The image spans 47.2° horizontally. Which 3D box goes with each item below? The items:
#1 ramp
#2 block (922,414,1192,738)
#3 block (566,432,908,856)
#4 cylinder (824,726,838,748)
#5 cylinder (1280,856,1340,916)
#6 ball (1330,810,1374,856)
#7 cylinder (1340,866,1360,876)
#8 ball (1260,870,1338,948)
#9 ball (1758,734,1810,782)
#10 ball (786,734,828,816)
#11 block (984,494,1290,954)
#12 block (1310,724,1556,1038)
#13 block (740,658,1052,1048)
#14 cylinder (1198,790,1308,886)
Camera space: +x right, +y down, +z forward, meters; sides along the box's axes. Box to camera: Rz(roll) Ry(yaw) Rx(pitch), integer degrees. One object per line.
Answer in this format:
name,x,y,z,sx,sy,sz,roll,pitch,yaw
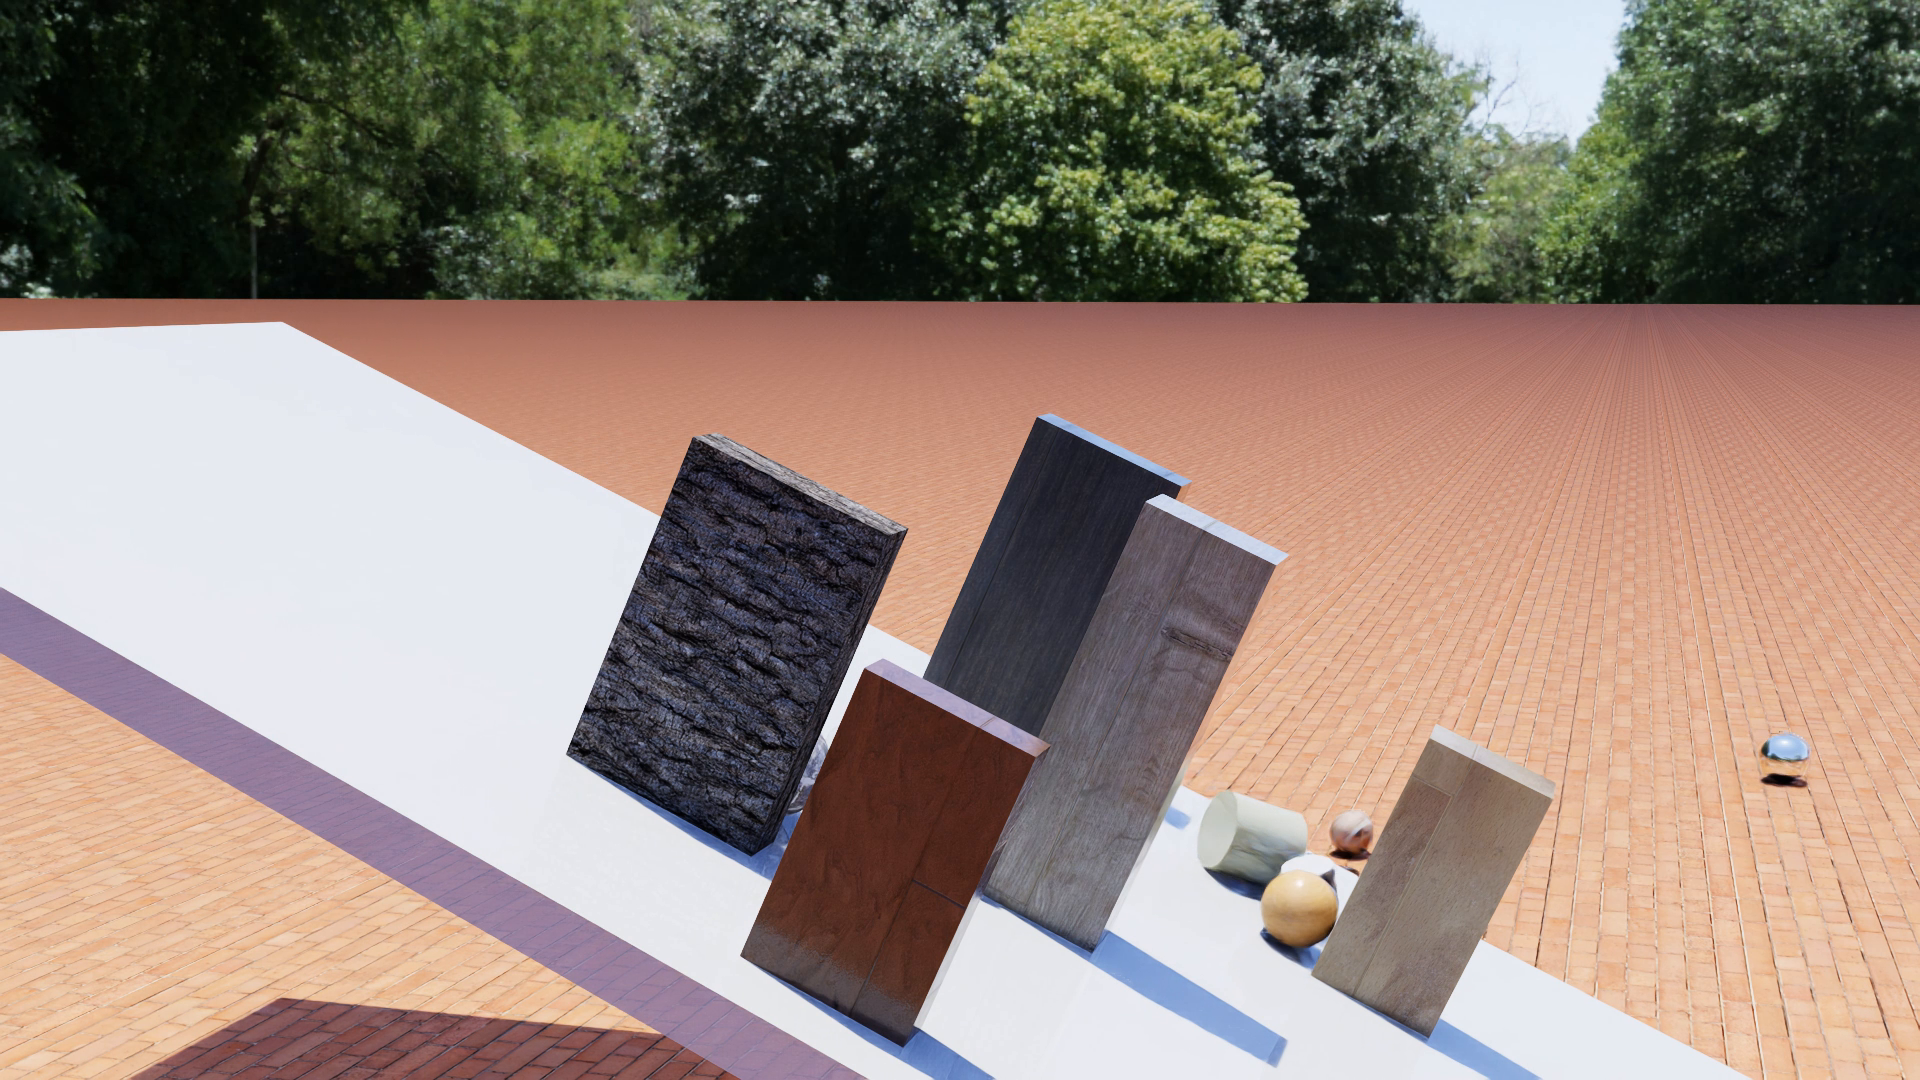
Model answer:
ramp,-0.279,0.481,4.179,4.000,0.100,2.000,27,13,13
block,0.207,0.099,4.834,0.349,0.662,0.119,27,13,13
block,-0.378,0.173,3.682,0.371,0.599,0.103,27,13,13
cylinder,-0.165,0.441,3.930,0.174,0.174,0.174,21,1,-16
cylinder,0.707,0.706,4.432,0.106,0.106,0.106,-10,14,2
ball,1.252,0.936,7.025,0.141,0.141,0.141,0,7,0
cylinder,1.043,1.010,6.307,0.165,0.165,0.165,6,9,39
ball,0.663,0.721,4.300,0.151,0.151,0.151,0,7,0
ball,3.011,0.798,8.029,0.176,0.176,0.176,0,7,0
ball,-0.319,0.391,3.842,0.185,0.185,0.185,0,7,0
block,0.295,0.323,3.875,0.247,0.768,0.142,27,13,13
block,0.899,0.646,4.184,0.247,0.521,0.137,27,13,13
block,-0.099,0.462,3.259,0.284,0.493,0.085,27,13,13
cylinder,0.605,0.622,4.558,0.166,0.166,0.166,19,1,-17
